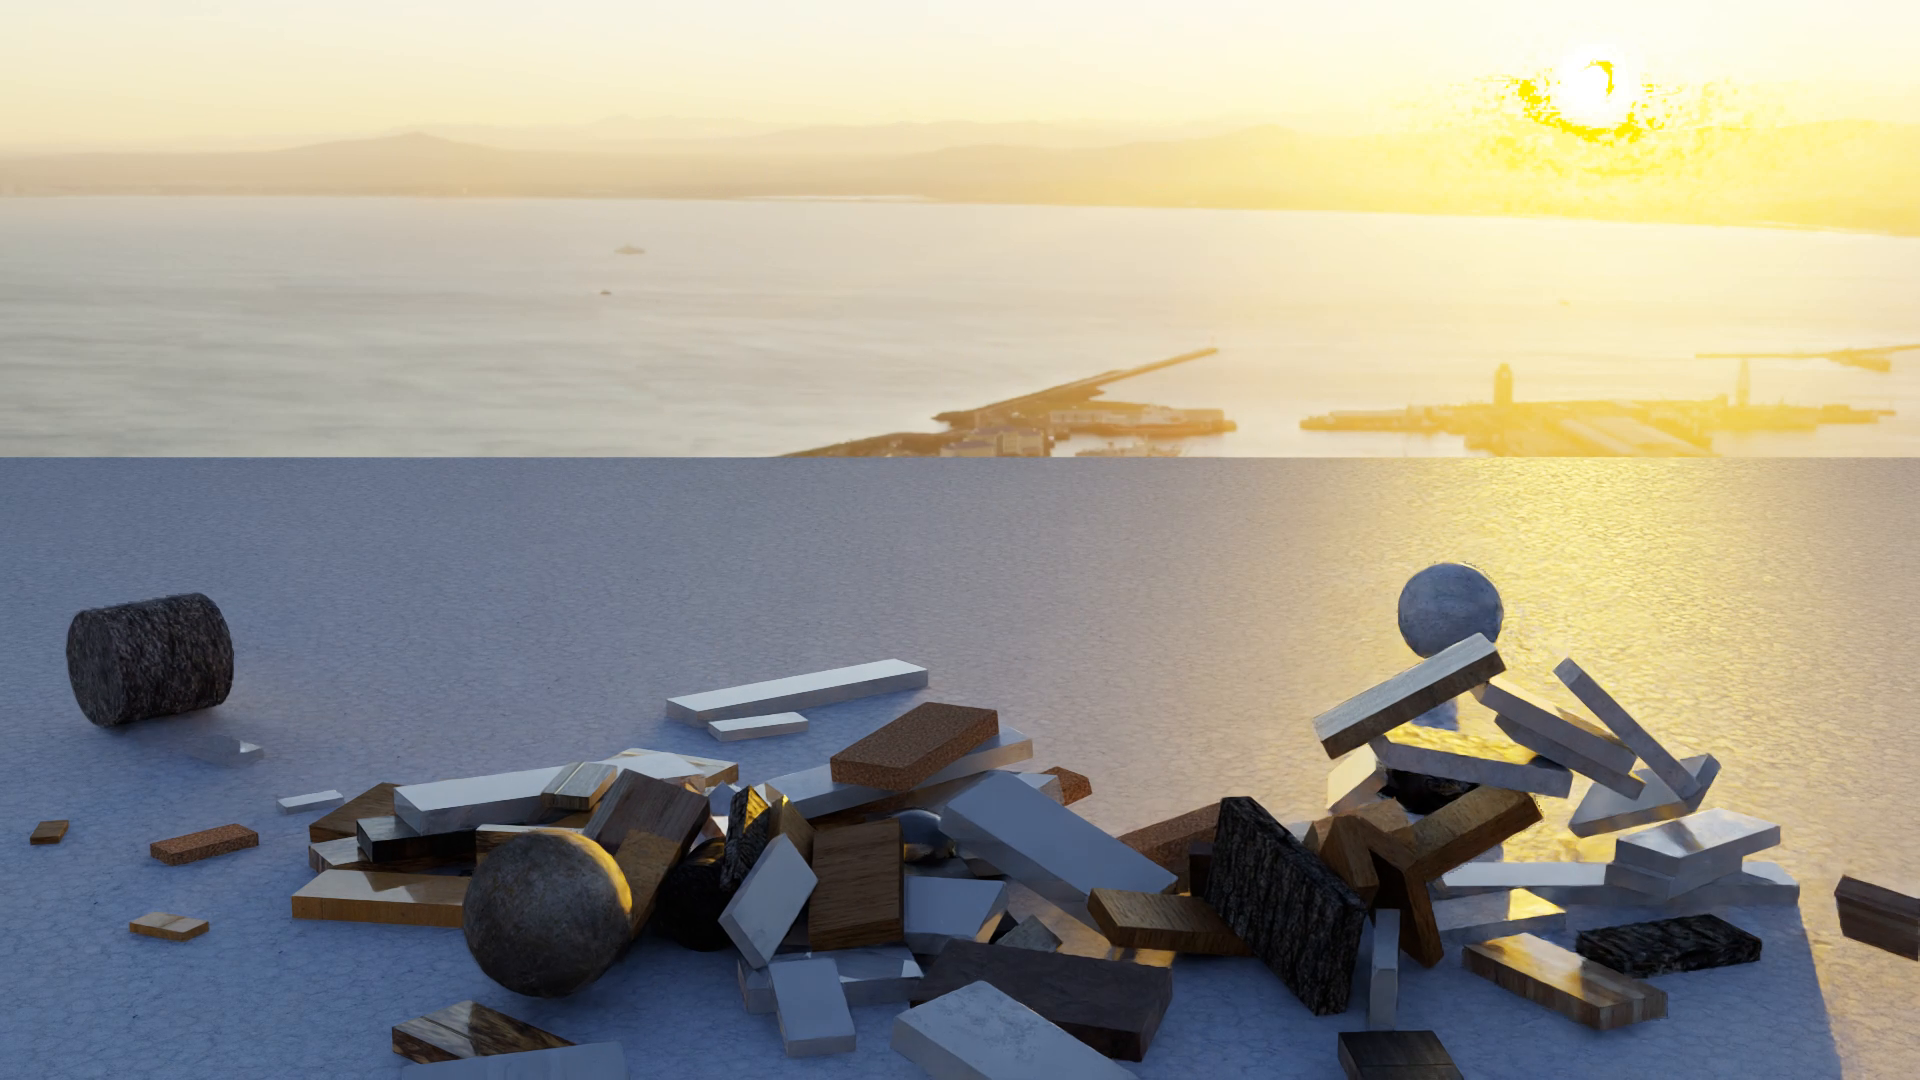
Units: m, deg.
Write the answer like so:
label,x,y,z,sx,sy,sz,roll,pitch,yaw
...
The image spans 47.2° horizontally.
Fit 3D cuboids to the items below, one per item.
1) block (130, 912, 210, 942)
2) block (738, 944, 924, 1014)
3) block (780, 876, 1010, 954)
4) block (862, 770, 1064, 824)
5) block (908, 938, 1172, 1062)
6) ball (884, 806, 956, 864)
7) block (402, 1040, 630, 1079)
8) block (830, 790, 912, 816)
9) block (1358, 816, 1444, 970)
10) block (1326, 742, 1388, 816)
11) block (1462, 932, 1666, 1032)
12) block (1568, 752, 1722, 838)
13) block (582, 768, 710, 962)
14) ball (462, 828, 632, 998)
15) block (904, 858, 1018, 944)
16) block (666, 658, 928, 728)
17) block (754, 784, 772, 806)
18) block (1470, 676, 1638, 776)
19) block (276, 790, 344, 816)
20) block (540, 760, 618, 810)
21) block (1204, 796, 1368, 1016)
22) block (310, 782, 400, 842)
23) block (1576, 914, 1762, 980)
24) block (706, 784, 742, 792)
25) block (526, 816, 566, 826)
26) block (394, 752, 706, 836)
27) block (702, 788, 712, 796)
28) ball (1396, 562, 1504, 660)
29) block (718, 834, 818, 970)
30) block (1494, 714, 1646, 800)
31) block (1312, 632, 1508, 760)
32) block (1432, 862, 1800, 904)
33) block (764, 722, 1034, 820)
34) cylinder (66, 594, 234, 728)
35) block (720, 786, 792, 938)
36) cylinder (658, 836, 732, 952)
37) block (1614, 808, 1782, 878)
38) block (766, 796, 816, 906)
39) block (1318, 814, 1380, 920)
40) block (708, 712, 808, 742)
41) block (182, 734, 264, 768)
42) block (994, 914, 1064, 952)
label,x,y,z,sx,sy,sz,roll,pitch,yaw
block,-1.257,0.614,3.495,0.112,0.016,0.056,5,12,24
block,-0.193,0.649,3.254,0.257,0.036,0.129,-2,11,-12
block,-0.124,0.579,3.424,0.378,0.040,0.140,-1,27,23
block,-0.019,0.461,3.877,0.390,0.050,0.177,0,20,47
block,0.116,0.651,3.125,0.338,0.048,0.169,4,22,20
ball,-0.077,0.517,3.669,0.143,0.143,0.143,0,11,0
block,-0.561,0.713,2.801,0.280,0.040,0.140,-3,26,-17
block,-0.240,0.473,3.914,0.306,0.026,0.091,-12,14,14
block,0.654,0.531,3.305,0.034,0.242,0.121,-37,42,-16
block,0.747,0.450,4.141,0.117,0.033,0.233,-42,1,15
block,0.885,0.647,3.238,0.123,0.035,0.295,-5,10,-26
block,1.197,0.451,3.858,0.117,0.033,0.282,-49,10,-30
block,-0.532,0.508,3.469,0.153,0.043,0.307,17,48,13
ball,-0.605,0.547,3.228,0.245,0.245,0.245,0,11,0
block,-0.009,0.582,3.498,0.123,0.035,0.247,-3,20,-24
block,-0.356,0.340,4.916,0.612,0.037,0.131,-8,13,-37
block,-0.325,0.465,3.905,0.091,0.026,0.182,-17,12,-36
block,0.967,0.296,3.604,0.267,0.038,0.134,27,9,0
block,-1.223,0.494,4.140,0.112,0.016,0.056,-7,13,-35
block,-0.666,0.429,3.850,0.086,0.024,0.172,5,13,6
block,0.481,0.541,3.290,0.050,0.177,0.354,0,19,-22
block,-1.071,0.501,4.004,0.109,0.031,0.218,5,17,21
block,1.090,0.625,3.383,0.246,0.035,0.123,-4,11,-19
block,-0.552,0.504,4.033,0.347,0.035,0.125,-6,12,-29
block,-0.679,0.479,3.988,0.218,0.031,0.109,-2,11,-13
block,-0.726,0.449,3.919,0.526,0.043,0.153,-5,12,-31
block,-0.379,0.496,3.836,0.155,0.022,0.077,45,-11,-25
ball,1.163,0.176,5.222,0.248,0.248,0.248,0,11,0
block,-0.287,0.542,3.317,0.027,0.095,0.221,-27,14,28
block,1.005,0.350,3.631,0.233,0.033,0.117,26,9,-6
block,0.735,0.255,3.618,0.318,0.038,0.134,-28,8,7
block,1.089,0.573,3.671,0.580,0.033,0.117,0,11,0
block,-0.105,0.406,3.891,0.467,0.036,0.129,-12,16,-26
cylinder,-1.752,0.259,4.760,0.253,0.253,0.253,10,14,42
block,-0.313,0.507,3.453,0.037,0.131,0.262,-33,21,13
cylinder,-0.387,0.557,3.464,0.141,0.141,0.141,2,11,9
block,1.234,0.504,3.675,0.285,0.035,0.123,-8,13,-37
block,-0.268,0.495,3.502,0.027,0.095,0.190,-33,20,13
block,0.562,0.529,3.270,0.034,0.242,0.121,-3,49,-10
block,-0.426,0.395,4.655,0.196,0.023,0.081,-5,12,-25
block,-1.499,0.429,4.475,0.162,0.023,0.081,8,13,39
block,0.103,0.621,3.361,0.065,0.018,0.130,41,25,15
